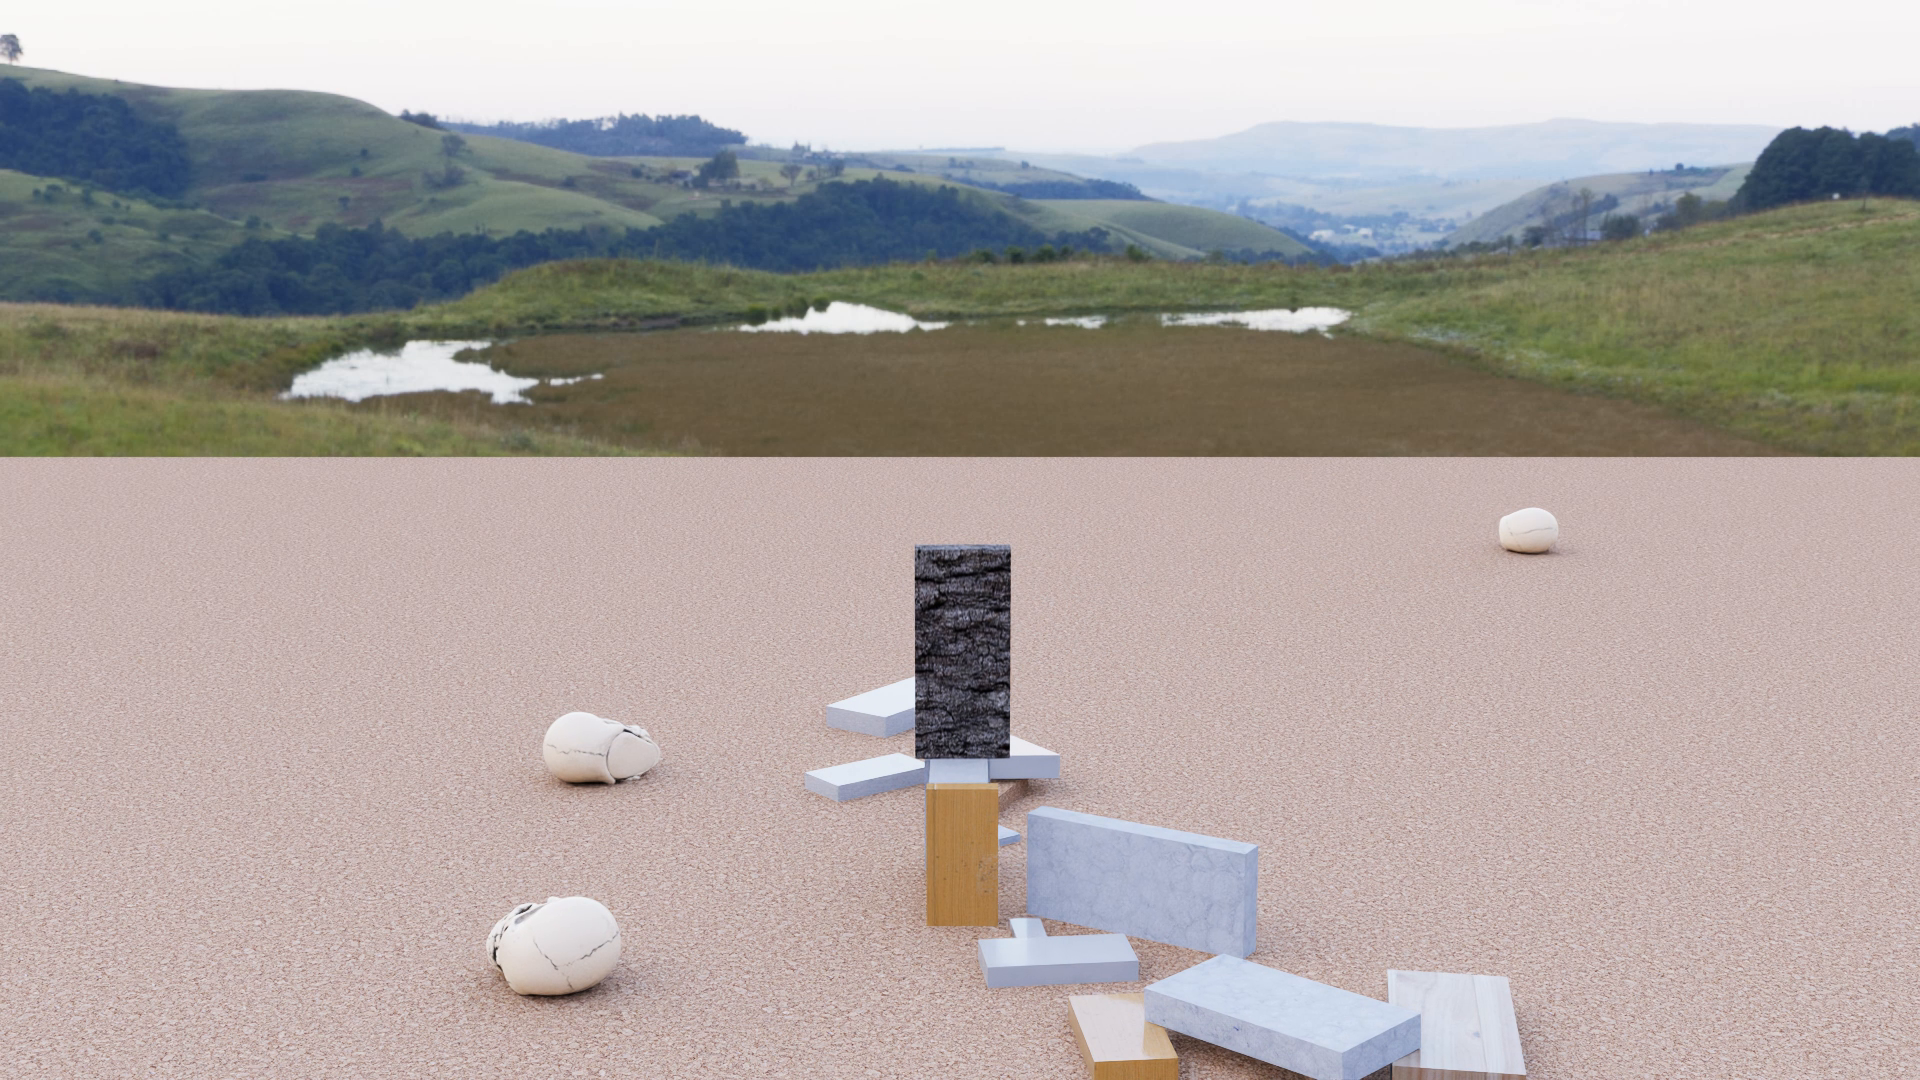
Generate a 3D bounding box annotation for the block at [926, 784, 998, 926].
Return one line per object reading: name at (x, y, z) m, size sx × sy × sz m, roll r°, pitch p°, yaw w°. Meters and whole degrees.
block at (0.004, 0.503, 3.514) m, size 0.114 × 0.228 × 0.032 m, roll 0°, pitch 11°, yaw 0°

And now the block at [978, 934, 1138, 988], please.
block at (0.147, 0.636, 3.331) m, size 0.228 × 0.032 × 0.114 m, roll -1°, pitch 11°, yaw -7°

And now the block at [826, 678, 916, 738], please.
block at (-0.128, 0.361, 4.779) m, size 0.159 × 0.045 × 0.318 m, roll 7°, pitch 13°, yaw 35°

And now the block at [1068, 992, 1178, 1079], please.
block at (0.223, 0.689, 3.048) m, size 0.114 × 0.032 × 0.228 m, roll -1°, pitch 11°, yaw -6°

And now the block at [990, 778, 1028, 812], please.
block at (0.037, 0.483, 4.160) m, size 0.113 × 0.032 × 0.225 m, roll 4°, pitch 11°, yaw 22°

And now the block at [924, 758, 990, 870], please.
block at (-0.004, 0.454, 3.786) m, size 0.113 × 0.225 × 0.032 m, roll 0°, pitch 11°, yaw 0°

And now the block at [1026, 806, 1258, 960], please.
block at (0.284, 0.539, 3.478) m, size 0.383 × 0.171 × 0.048 m, roll 6°, pitch 12°, yaw 31°

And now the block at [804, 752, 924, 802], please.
block at (-0.177, 0.461, 4.278) m, size 0.225 × 0.032 × 0.113 m, roll -8°, pitch 13°, yaw -37°

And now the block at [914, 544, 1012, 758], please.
block at (0.004, 0.187, 3.670) m, size 0.159 × 0.357 × 0.045 m, roll 0°, pitch 11°, yaw 0°

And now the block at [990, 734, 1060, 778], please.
block at (0.060, 0.420, 4.330) m, size 0.159 × 0.045 × 0.318 m, roll 2°, pitch 3°, yaw -21°

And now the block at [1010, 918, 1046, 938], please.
block at (0.109, 0.620, 3.468) m, size 0.049 × 0.014 × 0.097 m, roll 0°, pitch 10°, yaw -6°

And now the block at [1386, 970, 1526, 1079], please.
block at (0.679, 0.684, 3.033) m, size 0.171 × 0.048 × 0.341 m, roll 2°, pitch 11°, yaw 10°

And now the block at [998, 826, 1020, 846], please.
block at (0.051, 0.526, 3.974) m, size 0.049 × 0.014 × 0.127 m, roll -8°, pitch 13°, yaw -37°

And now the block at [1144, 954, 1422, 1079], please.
block at (0.435, 0.649, 2.993) m, size 0.171 × 0.048 × 0.341 m, roll -12°, pitch 14°, yaw -42°

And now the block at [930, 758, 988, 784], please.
block at (-0.002, 0.388, 3.636) m, size 0.095 × 0.027 × 0.191 m, roll 0°, pitch 11°, yaw 0°
